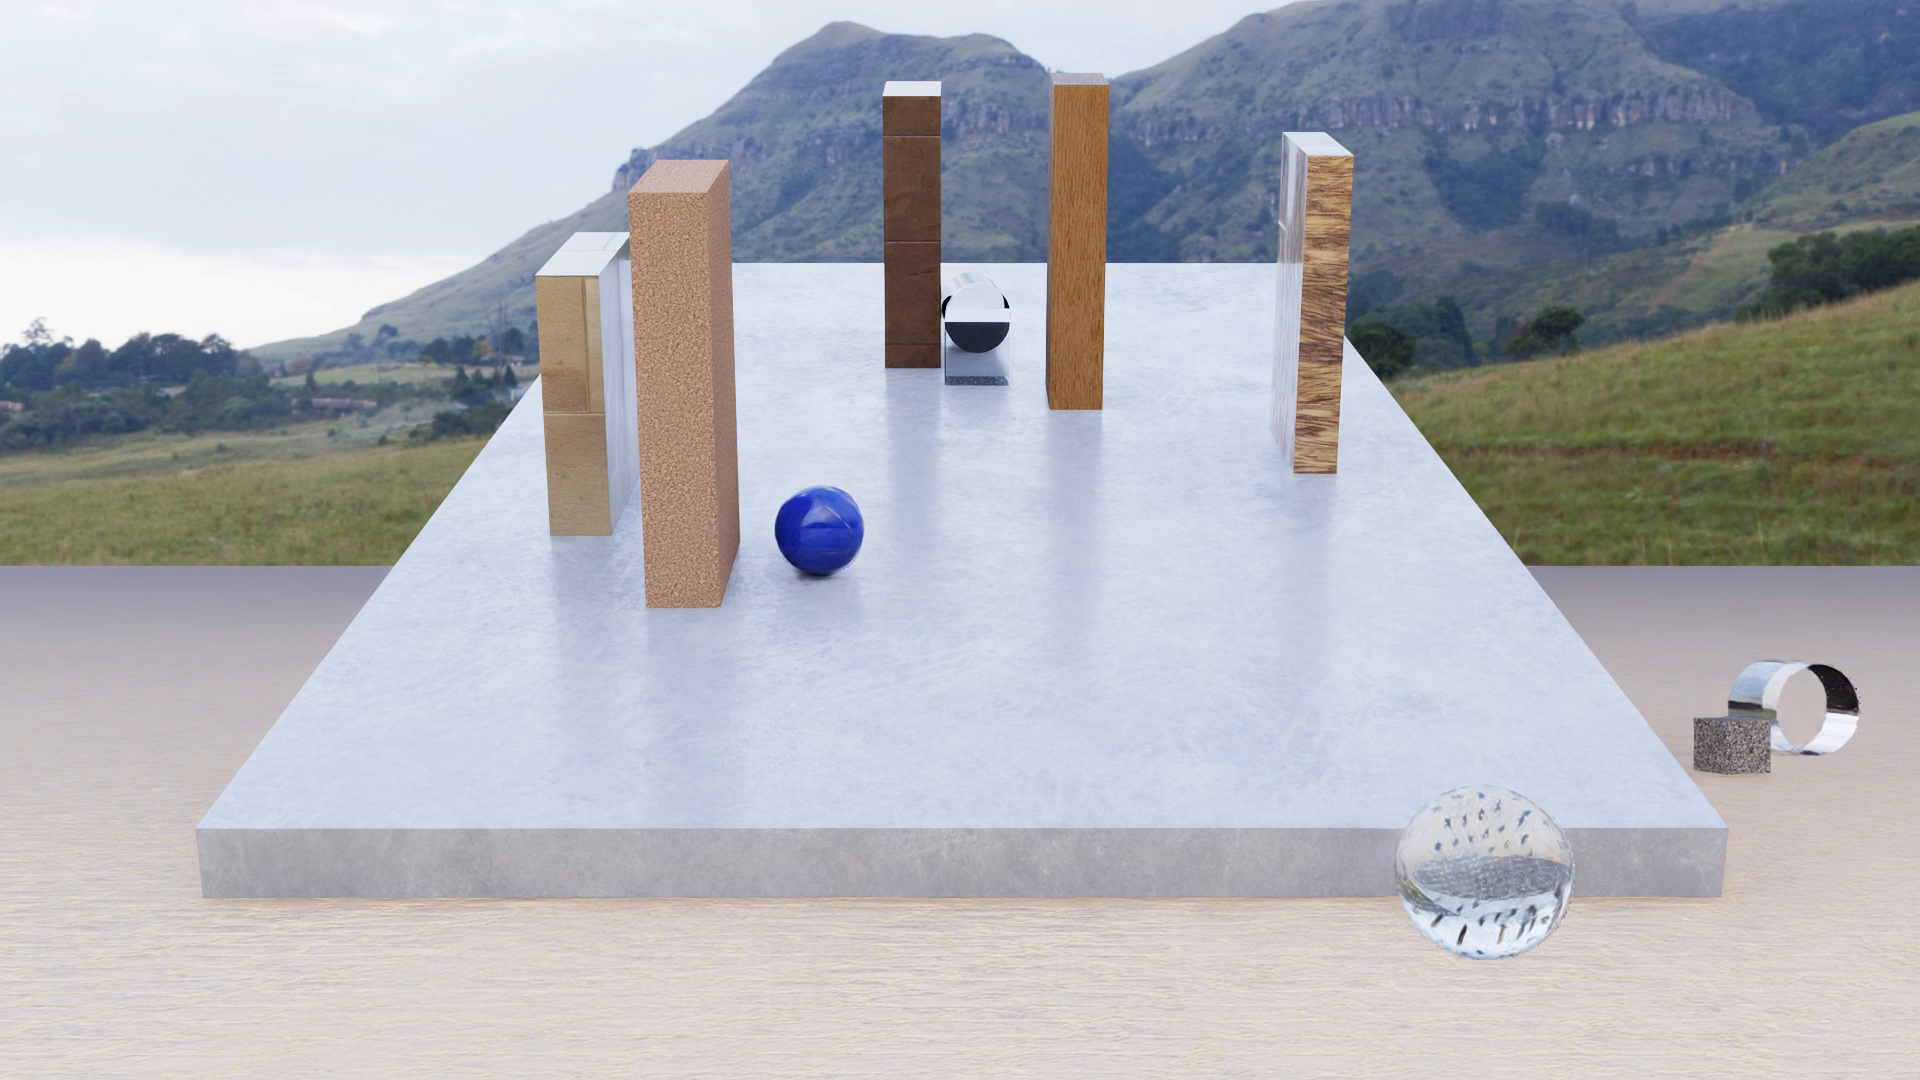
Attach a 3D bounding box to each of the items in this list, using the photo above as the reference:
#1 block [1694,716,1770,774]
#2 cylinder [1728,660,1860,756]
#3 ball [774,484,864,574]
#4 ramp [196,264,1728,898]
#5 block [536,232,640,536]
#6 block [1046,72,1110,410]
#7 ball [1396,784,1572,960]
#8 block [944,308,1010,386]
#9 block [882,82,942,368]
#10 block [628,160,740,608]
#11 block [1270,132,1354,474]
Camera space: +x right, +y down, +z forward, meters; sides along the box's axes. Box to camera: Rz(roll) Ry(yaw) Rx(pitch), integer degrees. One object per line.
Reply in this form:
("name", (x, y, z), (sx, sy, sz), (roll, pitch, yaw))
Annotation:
("block", (1.622, 0.432, 4.689), (0.109, 0.109, 0.109), (0, -1, -17))
("cylinder", (1.930, 0.387, 5.170), (0.207, 0.207, 0.207), (0, -1, -11))
("ball", (-0.245, -0.019, 3.892), (0.157, 0.157, 0.157), (0, 0, 0))
("ramp", (-0.003, -0.181, 4.830), (2.000, 0.100, 4.000), (0, 18, 0))
("block", (-0.700, -0.306, 4.252), (0.112, 0.486, 0.445), (0, 18, 0))
("block", (0.261, -0.673, 5.025), (0.119, 0.720, 0.246), (0, 18, 0))
("ball", (0.585, 0.371, 2.494), (0.193, 0.193, 0.193), (0, 0, 0))
("block", (0.042, -0.458, 5.285), (0.152, 0.152, 0.152), (0, 18, 1))
("block", (-0.114, -0.774, 5.454), (0.135, 0.651, 0.315), (0, 18, 0))
("block", (-0.463, -0.273, 3.803), (0.124, 0.695, 0.372), (0, 18, 0))
("block", (0.718, -0.493, 4.588), (0.088, 0.641, 0.353), (0, 18, 0))
